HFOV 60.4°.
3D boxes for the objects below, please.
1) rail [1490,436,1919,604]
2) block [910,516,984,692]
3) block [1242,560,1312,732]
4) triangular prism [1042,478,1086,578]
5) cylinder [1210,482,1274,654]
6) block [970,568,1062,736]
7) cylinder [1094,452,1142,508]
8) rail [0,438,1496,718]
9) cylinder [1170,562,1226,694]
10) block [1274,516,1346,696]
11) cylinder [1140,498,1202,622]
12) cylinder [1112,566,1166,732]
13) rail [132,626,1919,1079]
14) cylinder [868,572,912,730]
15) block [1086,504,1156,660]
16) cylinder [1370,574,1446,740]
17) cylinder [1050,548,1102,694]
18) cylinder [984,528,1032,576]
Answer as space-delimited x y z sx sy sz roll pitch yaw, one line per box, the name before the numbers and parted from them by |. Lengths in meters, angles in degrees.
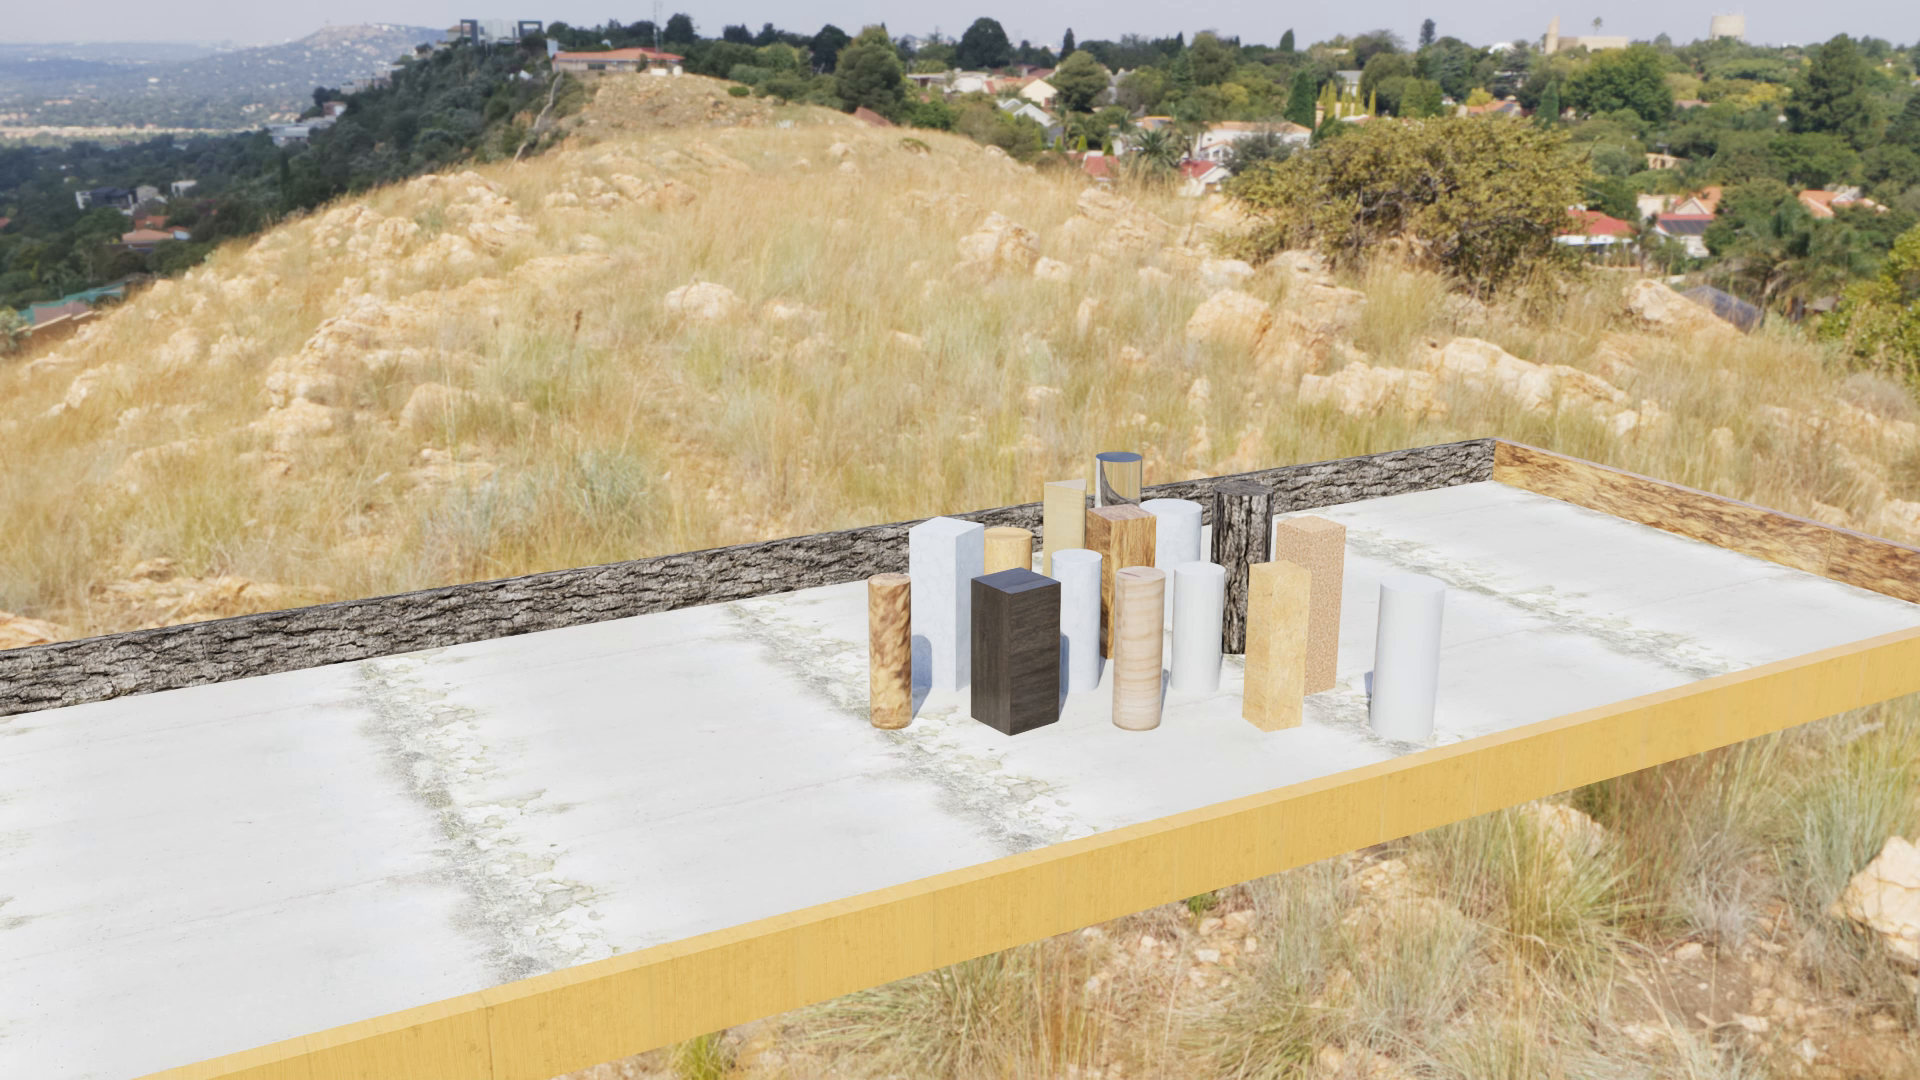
rail | 2.466 -0.048 5.253 0.050 0.150 2.100 -9 18 -27
block | -0.032 0.159 4.102 0.133 0.401 0.133 10 19 31
block | 0.736 0.247 3.841 0.100 0.379 0.100 -7 18 -21
triangular prism | 0.318 0.021 4.616 0.131 0.375 0.114 11 20 34
cylinder | 0.737 0.073 4.343 0.156 0.431 0.156 0 16 0
block | 0.129 0.259 3.860 0.148 0.346 0.148 -12 20 -35
cylinder | 0.465 -0.059 4.873 0.137 0.384 0.137 0 16 0
rail | -3.305 0.497 3.399 12.000 0.150 0.050 -9 18 -27
cylinder | 0.586 0.217 4.074 0.124 0.306 0.124 0 16 0
block | 0.853 0.162 4.060 0.117 0.420 0.117 -10 19 -31
cylinder | 0.585 0.056 4.615 0.174 0.310 0.174 0 16 0
cylinder | 0.416 0.253 3.841 0.115 0.367 0.115 0 16 0
rail | -2.336 1.006 1.665 12.000 0.150 0.050 -9 18 -27
cylinder | -0.162 0.260 3.844 0.100 0.353 0.100 0 16 0
block | 0.418 0.108 4.325 0.133 0.374 0.133 -7 18 -23
cylinder | 1.033 0.269 3.808 0.145 0.356 0.145 0 16 0
cylinder | 0.286 0.200 4.081 0.125 0.335 0.125 0 16 0
cylinder | 0.123 0.129 4.382 0.135 0.301 0.135 0 16 0
